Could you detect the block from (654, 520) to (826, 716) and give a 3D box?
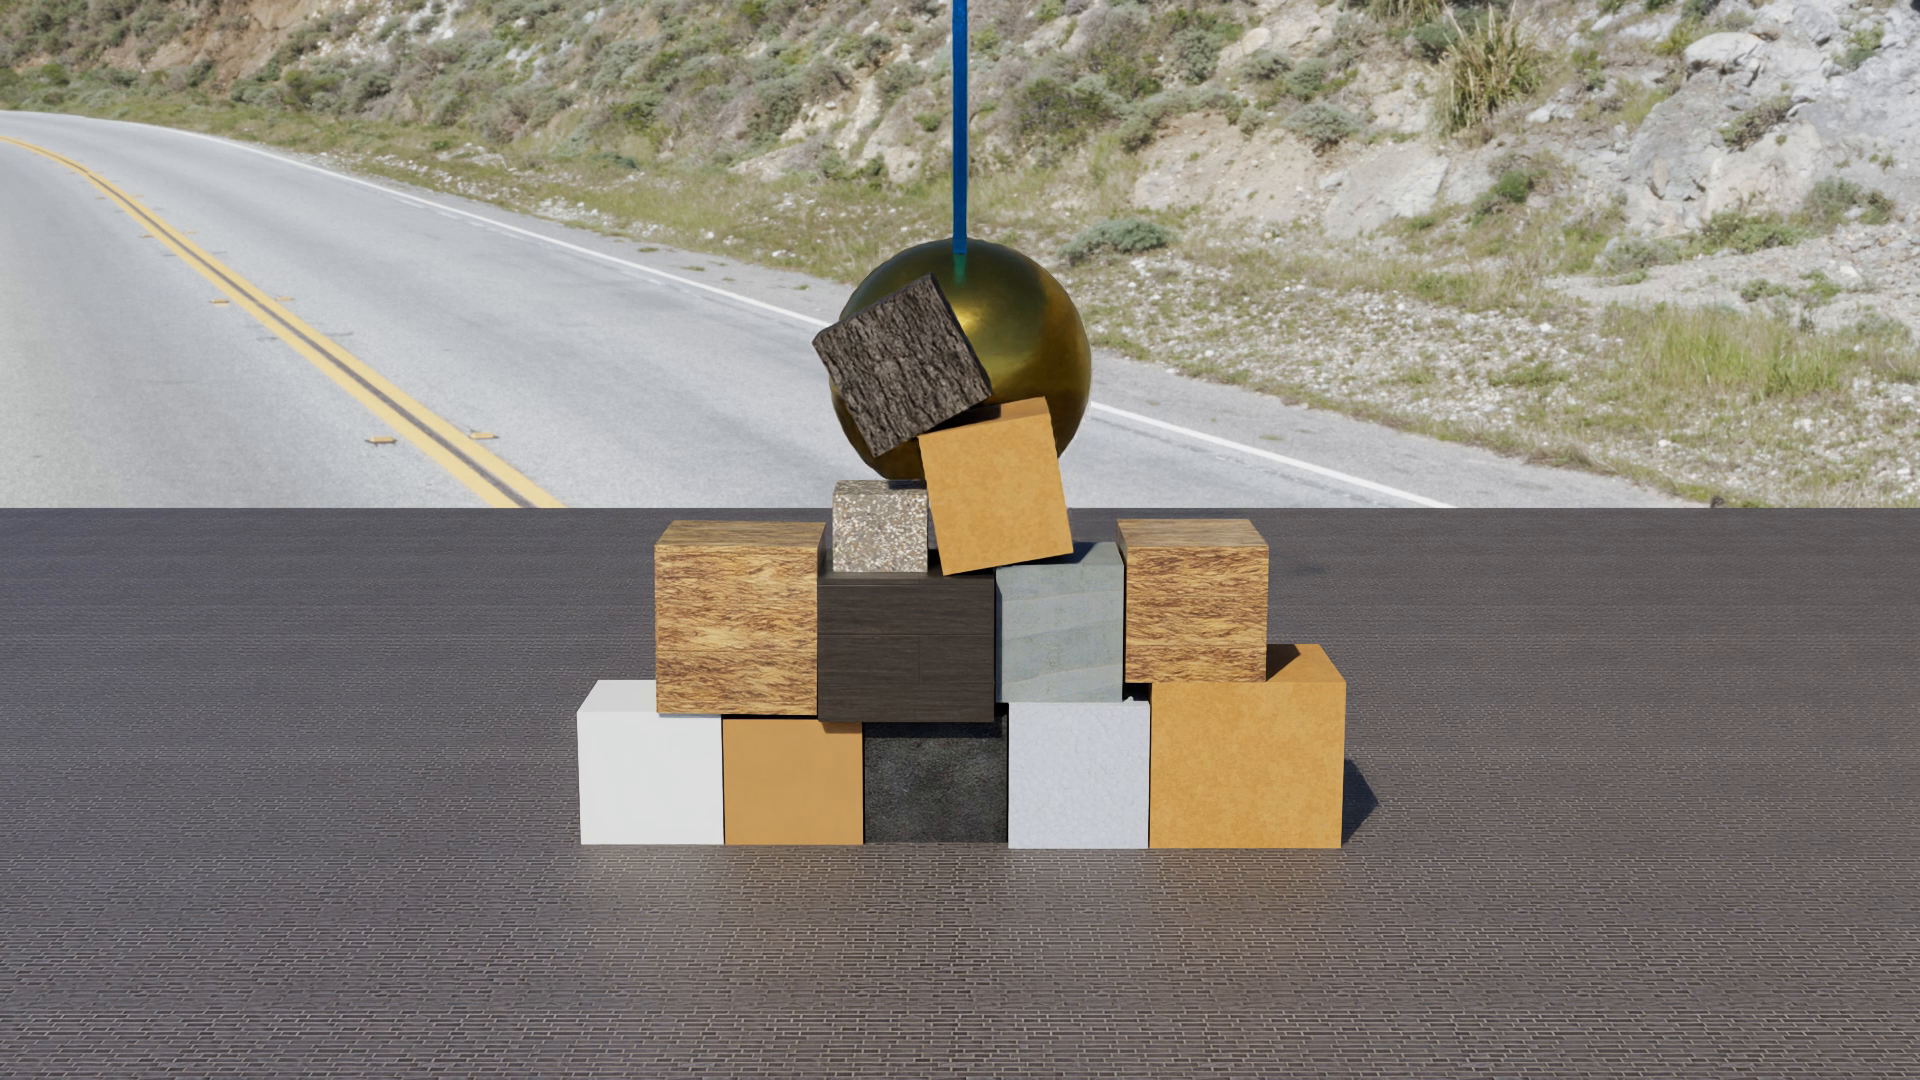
[{"bbox_3d":[-1.107,0.385,11.236,0.800,0.850,0.720,1,10,0],"label":"block"}]

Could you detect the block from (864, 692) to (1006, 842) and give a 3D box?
[{"bbox_3d":[-0.123,1.151,11.397,0.714,0.658,0.656,0,10,0],"label":"block"}]

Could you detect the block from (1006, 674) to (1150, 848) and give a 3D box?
[{"bbox_3d":[0.594,1.114,11.391,0.699,0.732,0.834,0,10,0],"label":"block"}]

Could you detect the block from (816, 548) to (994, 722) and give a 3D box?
[{"bbox_3d":[-0.268,0.475,11.251,0.872,0.725,0.811,0,10,0],"label":"block"}]

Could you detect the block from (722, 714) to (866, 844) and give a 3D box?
[{"bbox_3d":[-0.837,1.157,11.389,0.695,0.650,0.692,0,10,0],"label":"block"}]

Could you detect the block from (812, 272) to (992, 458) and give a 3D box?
[{"bbox_3d":[-0.281,-0.887,11.013,0.655,0.645,0.589,-28,9,5],"label":"block"}]

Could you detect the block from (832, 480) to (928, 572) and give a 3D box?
[{"bbox_3d":[-0.397,-0.075,11.161,0.468,0.389,0.473,0,10,0],"label":"block"}]

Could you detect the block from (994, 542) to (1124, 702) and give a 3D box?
[{"bbox_3d":[0.495,0.411,11.255,0.632,0.700,0.644,0,10,0],"label":"block"}]

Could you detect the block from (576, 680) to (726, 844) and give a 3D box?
[{"bbox_3d":[-1.555,1.140,11.376,0.719,0.688,0.664,0,10,0],"label":"block"}]

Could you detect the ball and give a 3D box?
[{"bbox_3d":[0.000,-1.025,13.327,1.600,1.600,1.600,0,10,0],"label":"ball"}]

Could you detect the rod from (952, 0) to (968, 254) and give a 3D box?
[{"bbox_3d":[0.000,-3.883,11.485,0.080,5.200,0.080,0,33,0],"label":"rod"}]

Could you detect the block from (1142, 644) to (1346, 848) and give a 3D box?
[{"bbox_3d":[1.434,1.052,11.389,0.961,0.856,0.844,0,10,0],"label":"block"}]

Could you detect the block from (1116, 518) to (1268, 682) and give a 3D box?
[{"bbox_3d":[1.167,0.298,11.224,0.693,0.686,0.793,0,10,0],"label":"block"}]

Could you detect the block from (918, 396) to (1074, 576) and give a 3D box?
[{"bbox_3d":[0.179,-0.286,11.139,0.654,0.703,0.717,-10,10,2],"label":"block"}]
